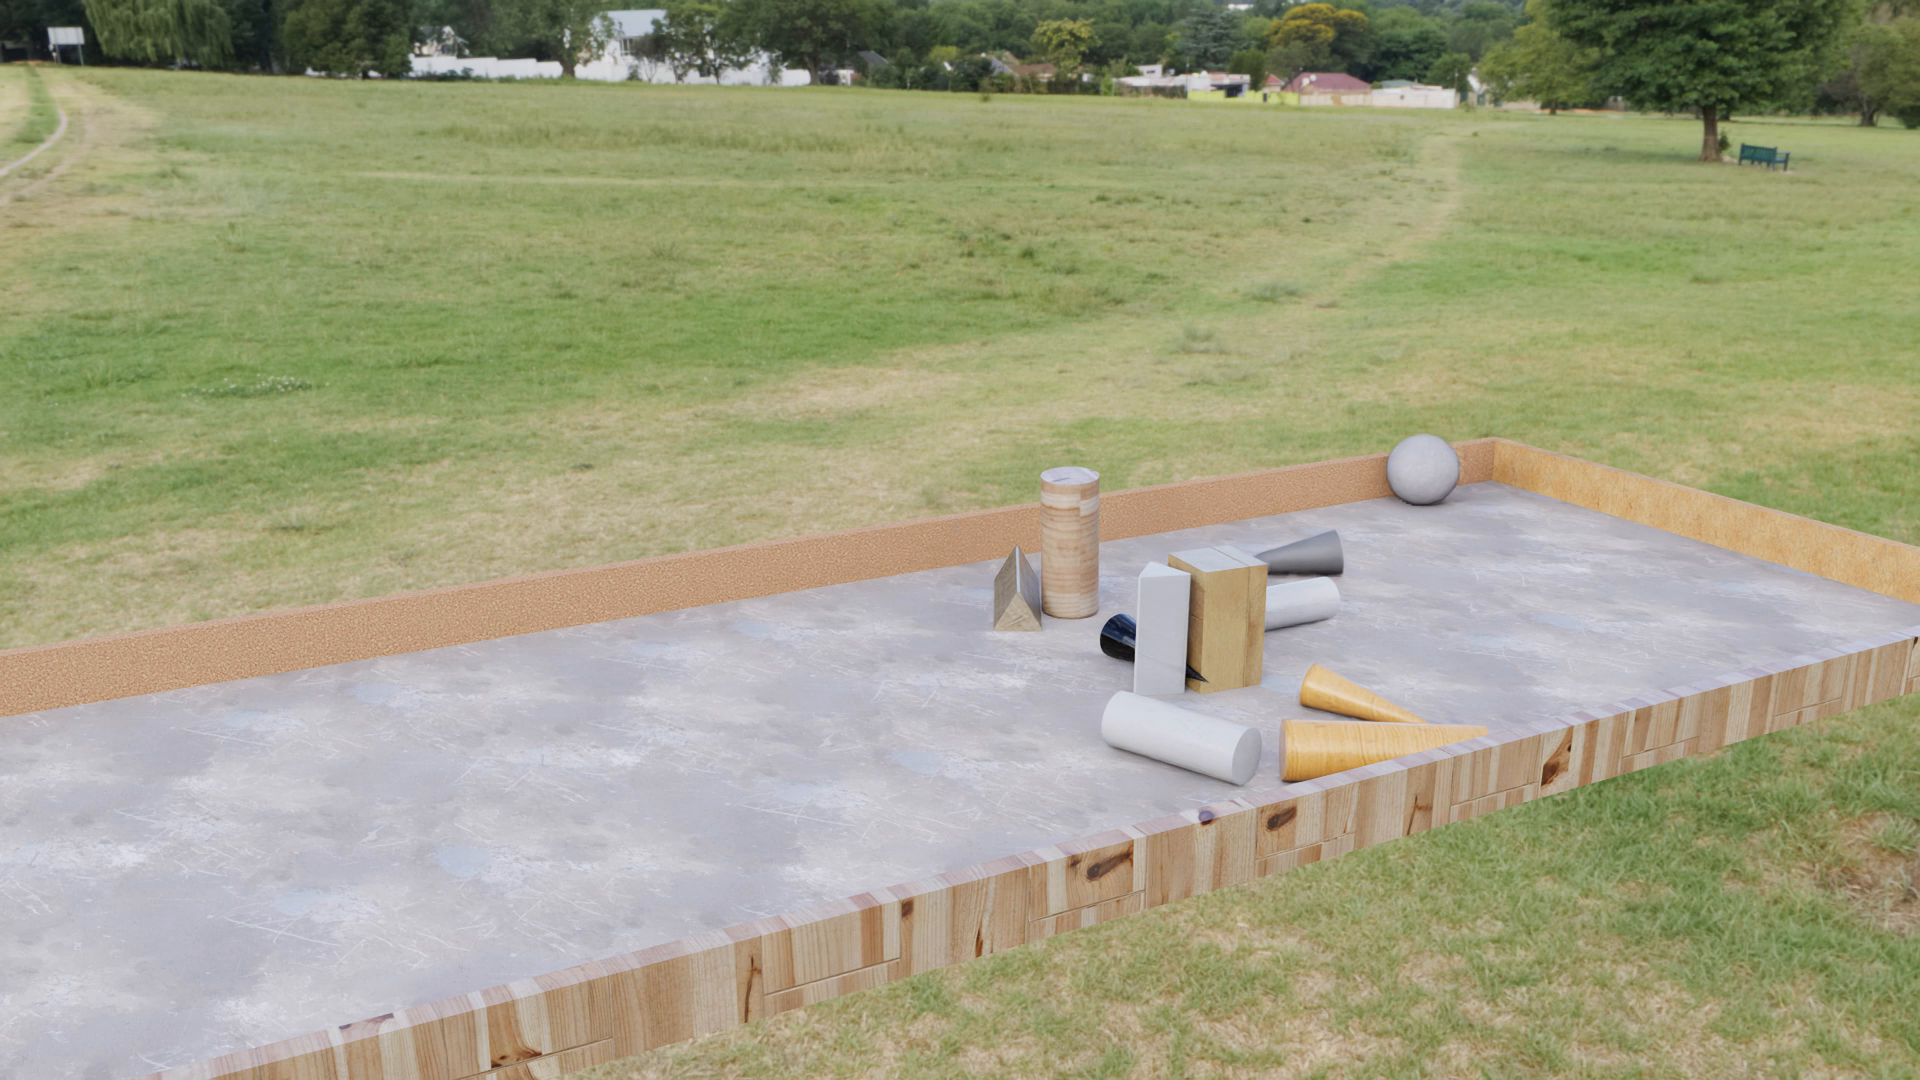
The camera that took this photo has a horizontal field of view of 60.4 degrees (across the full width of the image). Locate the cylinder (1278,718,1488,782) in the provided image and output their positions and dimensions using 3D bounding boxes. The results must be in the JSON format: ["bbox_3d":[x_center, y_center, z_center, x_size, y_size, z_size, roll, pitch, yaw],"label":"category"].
[{"bbox_3d":[0.911,0.459,3.555,0.428,0.134,0.134,1,16,5],"label":"cylinder"}]

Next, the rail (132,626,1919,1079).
[{"bbox_3d":[-2.336,1.006,1.665,12.000,0.150,0.050,-9,18,-27],"label":"rail"}]

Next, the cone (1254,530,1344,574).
[{"bbox_3d":[0.929,0.069,4.999,0.437,0.135,0.135,-9,16,1],"label":"cone"}]

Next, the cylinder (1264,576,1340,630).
[{"bbox_3d":[0.821,0.190,4.502,0.452,0.118,0.118,-8,18,-26],"label":"cylinder"}]

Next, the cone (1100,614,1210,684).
[{"bbox_3d":[0.510,0.299,4.152,0.119,0.119,0.366,-10,21,-31],"label":"cone"}]

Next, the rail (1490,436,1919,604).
[{"bbox_3d":[2.466,-0.048,5.253,0.050,0.150,2.100,-9,18,-27],"label":"rail"}]

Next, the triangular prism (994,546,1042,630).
[{"bbox_3d":[0.164,0.131,4.701,0.129,0.111,0.444,1,16,1],"label":"triangular prism"}]

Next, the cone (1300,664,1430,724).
[{"bbox_3d":[1.001,0.405,3.880,0.391,0.108,0.108,20,24,31],"label":"cone"}]

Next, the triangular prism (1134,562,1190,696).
[{"bbox_3d":[0.481,0.217,4.067,0.129,0.308,0.112,-3,18,-11],"label":"triangular prism"}]

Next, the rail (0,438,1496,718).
[{"bbox_3d":[-3.305,0.497,3.399,12.000,0.150,0.050,-9,18,-27],"label":"rail"}]

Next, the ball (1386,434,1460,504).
[{"bbox_3d":[1.617,-0.247,5.755,0.248,0.248,0.248,0,16,0],"label":"ball"}]

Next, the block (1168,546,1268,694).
[{"bbox_3d":[0.638,0.197,4.126,0.177,0.315,0.177,-7,18,-22],"label":"block"}]

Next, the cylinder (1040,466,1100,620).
[{"bbox_3d":[0.308,0.008,4.608,0.163,0.395,0.163,-1,20,0],"label":"cylinder"}]

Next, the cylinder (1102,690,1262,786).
[{"bbox_3d":[0.488,0.435,3.647,0.334,0.129,0.129,13,21,37],"label":"cylinder"}]
